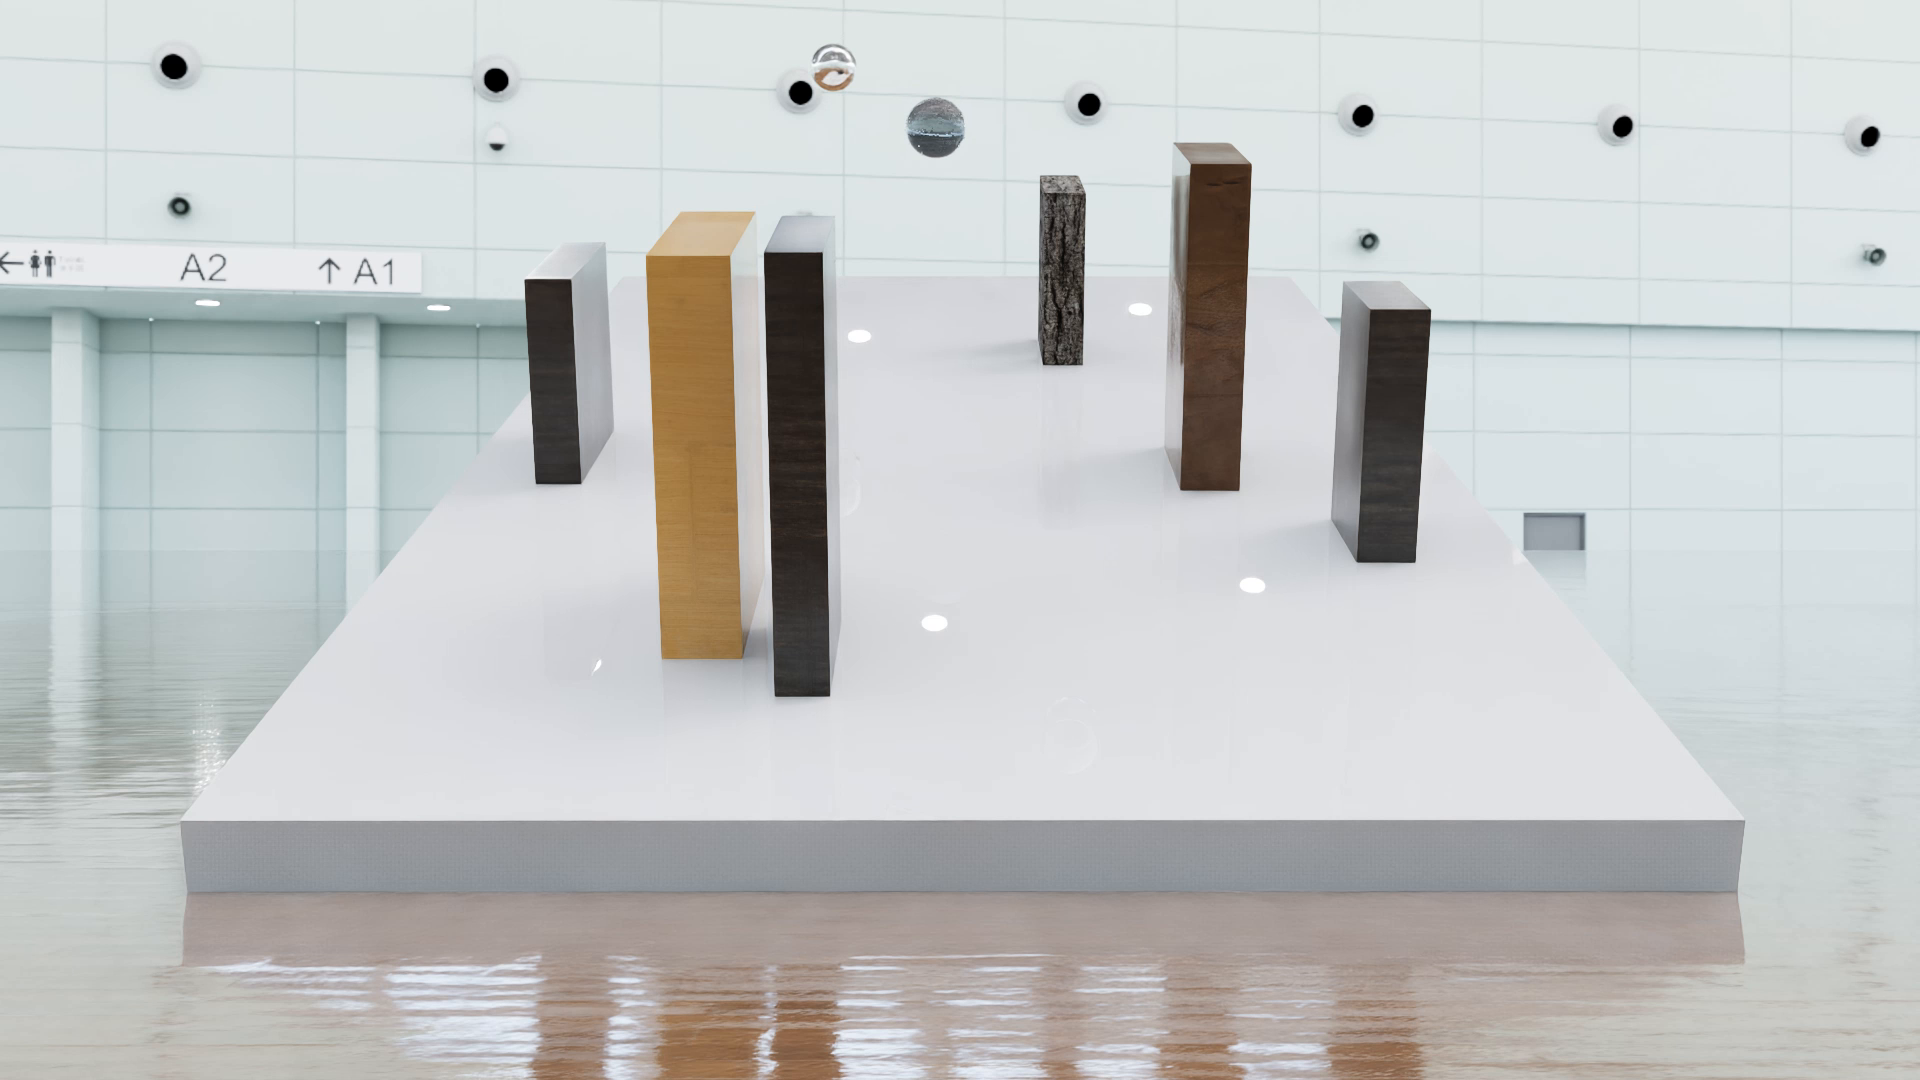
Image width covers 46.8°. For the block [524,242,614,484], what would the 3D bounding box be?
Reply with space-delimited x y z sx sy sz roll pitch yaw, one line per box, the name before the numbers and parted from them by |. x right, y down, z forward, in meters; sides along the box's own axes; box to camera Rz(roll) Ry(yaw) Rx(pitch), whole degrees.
block | -0.795 -0.371 4.543 0.091 0.410 0.445 0 17 0

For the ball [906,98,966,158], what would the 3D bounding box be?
ball | -0.068 -1.154 6.212 0.168 0.168 0.168 0 0 0

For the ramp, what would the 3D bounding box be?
ramp | -0.003 -0.170 4.762 2.000 0.100 4.000 0 17 0

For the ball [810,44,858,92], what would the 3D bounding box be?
ball | -0.372 -1.386 6.508 0.139 0.139 0.139 0 0 0

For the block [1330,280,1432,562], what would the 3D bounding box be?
block | 0.748 -0.216 3.962 0.104 0.450 0.277 0 17 0

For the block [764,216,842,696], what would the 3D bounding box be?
block | -0.232 -0.133 3.327 0.082 0.656 0.344 0 17 0

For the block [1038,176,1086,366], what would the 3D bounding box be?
block | 0.253 -0.680 5.552 0.099 0.423 0.329 0 17 0

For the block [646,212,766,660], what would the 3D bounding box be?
block | -0.398 -0.179 3.535 0.124 0.624 0.443 0 17 0

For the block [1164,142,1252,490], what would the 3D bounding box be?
block | 0.490 -0.452 4.424 0.116 0.636 0.350 0 17 0
